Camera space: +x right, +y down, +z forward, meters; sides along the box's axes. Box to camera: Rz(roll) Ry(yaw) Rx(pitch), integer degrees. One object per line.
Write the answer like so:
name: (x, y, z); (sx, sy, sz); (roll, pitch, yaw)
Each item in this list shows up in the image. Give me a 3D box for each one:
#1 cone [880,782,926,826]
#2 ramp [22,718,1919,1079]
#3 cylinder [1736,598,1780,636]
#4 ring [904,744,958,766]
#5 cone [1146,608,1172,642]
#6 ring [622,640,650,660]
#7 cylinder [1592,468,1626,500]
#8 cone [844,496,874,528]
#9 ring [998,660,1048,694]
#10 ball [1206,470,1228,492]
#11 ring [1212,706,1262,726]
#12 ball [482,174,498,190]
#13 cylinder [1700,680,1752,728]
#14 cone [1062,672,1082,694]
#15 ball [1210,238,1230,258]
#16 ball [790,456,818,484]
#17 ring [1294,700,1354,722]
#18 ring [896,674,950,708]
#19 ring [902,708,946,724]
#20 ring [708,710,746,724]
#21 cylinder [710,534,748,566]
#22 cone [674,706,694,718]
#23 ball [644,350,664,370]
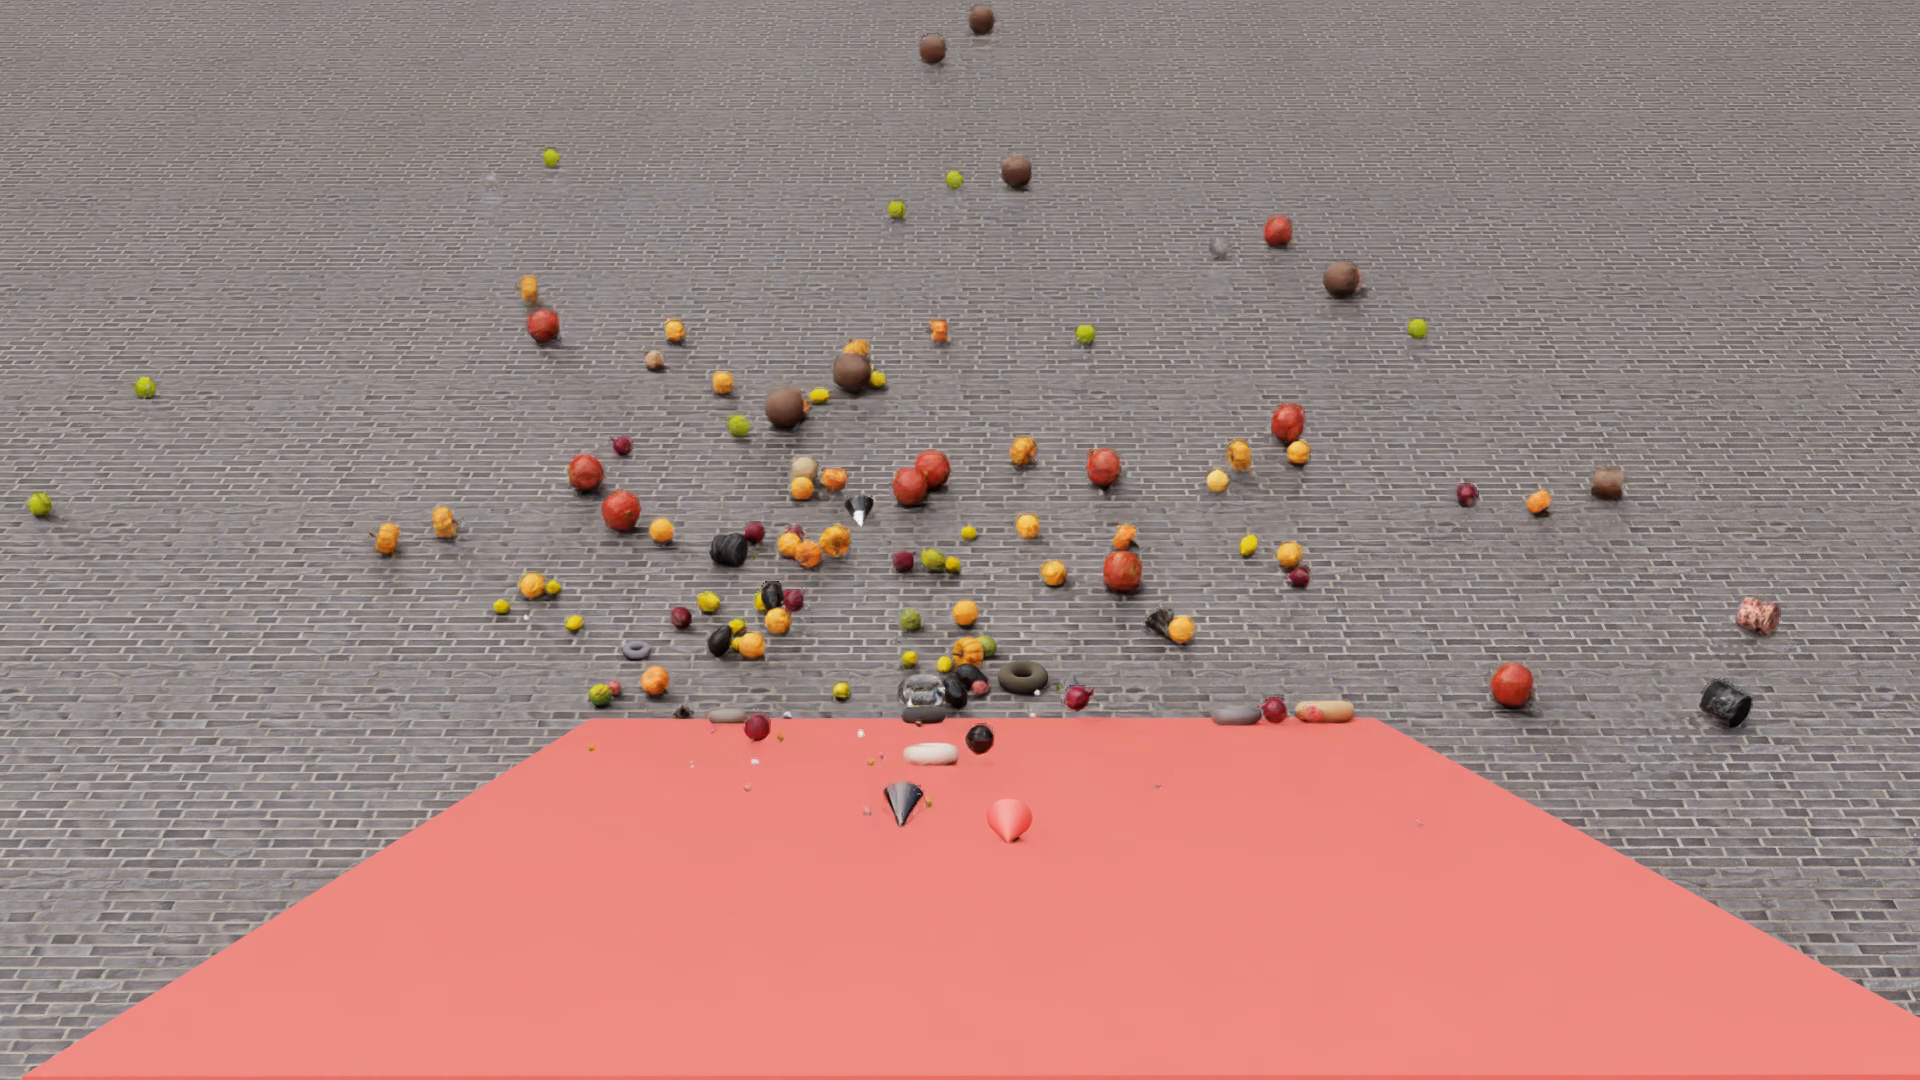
cone: (-0.102, 0.478, 4.507); (0.081, 0.081, 0.081); (2, 24, 3)
ramp: (0.060, 0.545, 4.581); (2.000, 0.100, 4.000); (0, 1, 0)
cylinder: (2.216, 0.211, 7.166); (0.085, 0.085, 0.085); (20, 33, 35)
ring: (-0.062, 0.457, 5.502); (0.118, 0.039, 0.118); (-1, 1, 0)
cone: (0.569, 0.249, 7.149); (0.083, 0.083, 0.083); (-11, 56, -21)
ring: (-0.884, 0.301, 7.057); (0.078, 0.026, 0.078); (1, 28, 0)
cylinder: (1.994, -0.175, 7.935); (0.088, 0.088, 0.088); (8, 28, 17)
cone: (-0.301, -0.073, 7.787); (0.088, 0.088, 0.088); (-3, 54, -6)
ring: (0.169, 0.367, 6.907); (0.135, 0.045, 0.135); (0, 28, 0)
ball: (0.796, -0.181, 7.969); (0.070, 0.070, 0.070); (0, 27, 0)
ring: (0.688, 0.437, 6.423); (0.126, 0.042, 0.126); (-1, 2, 0)
ball: (-1.916, -1.457, 10.517); (0.065, 0.065, 0.065); (0, 27, 0)
cylinder: (1.993, 0.426, 6.716); (0.091, 0.091, 0.091); (-20, 38, -34)
cone: (0.300, 0.375, 6.877); (0.055, 0.055, 0.055); (0, 27, 0)
ball: (0.989, -1.109, 9.810); (0.078, 0.078, 0.078); (0, 27, 0)
ball: (-0.484, -0.217, 8.024); (0.084, 0.084, 0.084); (0, 27, 0)
ring: (0.917, 0.431, 6.487); (0.149, 0.050, 0.149); (1, 0, 0)
ring: (-0.097, 0.400, 6.838); (0.141, 0.047, 0.141); (-1, 27, 1)
ring: (-0.091, 0.440, 6.458); (0.108, 0.036, 0.108); (-1, 1, 0)
ring: (-0.582, 0.441, 6.461); (0.097, 0.032, 0.097); (0, 0, 0)
cylinder: (-0.675, 0.031, 7.536); (0.080, 0.080, 0.080); (12, 29, 22)
cone: (-0.721, 0.444, 6.710); (0.053, 0.053, 0.053); (1, 57, -1)
ball: (-1.047, -0.616, 8.840); (0.067, 0.067, 0.067); (0, 27, 0)
